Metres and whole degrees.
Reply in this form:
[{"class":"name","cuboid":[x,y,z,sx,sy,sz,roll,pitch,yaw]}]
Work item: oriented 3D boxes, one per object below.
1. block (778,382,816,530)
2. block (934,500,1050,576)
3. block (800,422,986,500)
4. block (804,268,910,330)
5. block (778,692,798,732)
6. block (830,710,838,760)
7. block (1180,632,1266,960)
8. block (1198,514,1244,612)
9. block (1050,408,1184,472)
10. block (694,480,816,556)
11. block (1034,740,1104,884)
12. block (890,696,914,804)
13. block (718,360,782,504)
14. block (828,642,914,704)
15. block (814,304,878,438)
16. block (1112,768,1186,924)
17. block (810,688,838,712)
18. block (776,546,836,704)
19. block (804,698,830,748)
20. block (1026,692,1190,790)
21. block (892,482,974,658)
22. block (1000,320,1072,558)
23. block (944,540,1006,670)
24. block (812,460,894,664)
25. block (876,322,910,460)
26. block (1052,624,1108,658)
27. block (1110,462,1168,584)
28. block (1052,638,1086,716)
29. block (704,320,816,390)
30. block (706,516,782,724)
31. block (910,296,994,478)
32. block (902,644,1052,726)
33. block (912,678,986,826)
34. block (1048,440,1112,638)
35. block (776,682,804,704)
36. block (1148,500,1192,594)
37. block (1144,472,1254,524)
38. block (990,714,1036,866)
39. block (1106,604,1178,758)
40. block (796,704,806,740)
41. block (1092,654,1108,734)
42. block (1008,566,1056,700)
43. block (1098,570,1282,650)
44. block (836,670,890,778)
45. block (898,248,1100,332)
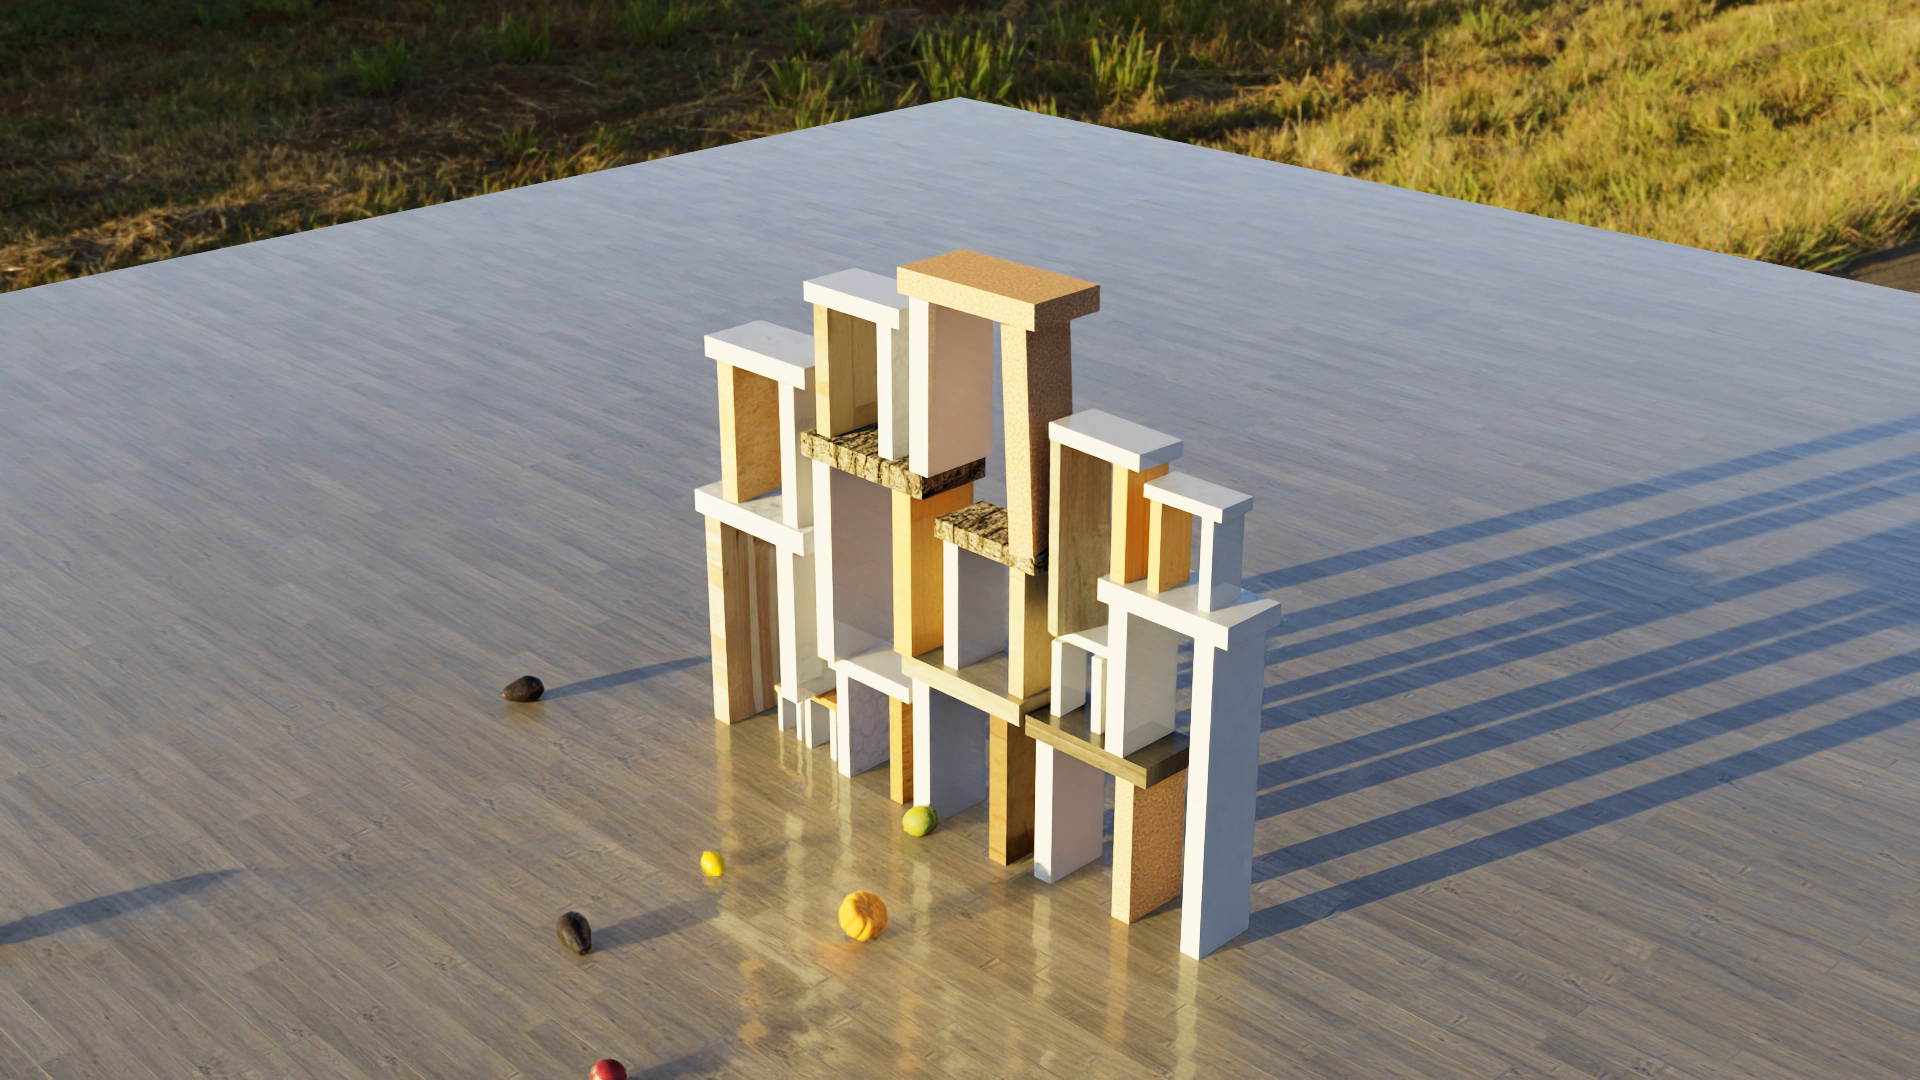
[{"class":"block","cuboid":[-0.290,-0.189,4.454,0.152,0.304,0.043,-21,31,-41]},{"class":"block","cuboid":[0.090,-0.005,4.132,0.130,0.037,0.261,-21,31,-40]},{"class":"block","cuboid":[-0.133,-0.168,4.293,0.342,0.048,0.171,21,31,40]},{"class":"block","cuboid":[-0.159,-0.462,4.193,0.133,0.038,0.266,-21,31,-40]},{"class":"block","cuboid":[-0.373,0.366,4.783,0.013,0.091,0.045,21,31,41]},{"class":"block","cuboid":[-0.247,0.403,4.659,0.060,0.120,0.017,-21,31,-41]},{"class":"block","cuboid":[0.467,0.443,3.909,0.041,0.631,0.146,21,31,41]},{"class":"block","cuboid":[0.446,0.031,3.750,0.024,0.170,0.085,21,31,41]},{"class":"block","cuboid":[0.272,-0.176,3.851,0.110,0.031,0.221,-19,30,-38]},{"class":"block","cuboid":[-0.377,-0.061,4.605,0.173,0.049,0.347,-21,31,-40]},{"class":"block","cuboid":[0.211,0.496,4.212,0.042,0.297,0.148,21,31,41]},{"class":"block","cuboid":[-0.087,0.409,4.491,0.034,0.238,0.119,21,31,41]},{"class":"block","cuboid":[-0.429,-0.243,4.581,0.043,0.304,0.152,19,29,37]},{"class":"block","cuboid":[-0.145,0.262,4.489,0.238,0.034,0.119,21,31,40]},{"class":"block","cuboid":[-0.221,-0.346,4.310,0.038,0.266,0.133,21,31,40]},{"class":"block","cuboid":[0.351,0.550,4.083,0.042,0.297,0.148,21,31,41]},{"class":"block","cuboid":[-0.275,0.329,4.657,0.120,0.017,0.060,21,31,40]},{"class":"block","cuboid":[-0.296,0.153,4.606,0.173,0.346,0.049,-21,31,-40]},{"class":"block","cuboid":[-0.303,0.380,4.711,0.060,0.120,0.017,-21,31,-40]},{"class":"block","cuboid":[0.281,0.367,4.082,0.297,0.042,0.149,21,31,41]},{"class":"block","cuboid":[-0.051,0.043,4.295,0.171,0.342,0.048,-21,31,-41]},{"class":"block","cuboid":[0.144,-0.201,3.988,0.048,0.434,0.171,10,25,28]},{"class":"block","cuboid":[0.028,0.108,4.247,0.130,0.261,0.037,-21,31,-41]},{"class":"block","cuboid":[-0.214,0.022,4.460,0.048,0.431,0.171,21,31,40]},{"class":"block","cuboid":[-0.095,-0.297,4.195,0.038,0.266,0.133,21,31,40]},{"class":"block","cuboid":[0.251,0.178,4.056,0.076,0.022,0.152,-21,31,-40]},{"class":"block","cuboid":[0.315,-0.042,3.858,0.031,0.220,0.110,21,31,41]},{"class":"block","cuboid":[0.204,0.247,4.115,0.022,0.152,0.076,19,30,38]},{"class":"block","cuboid":[-0.360,-0.377,4.453,0.304,0.043,0.152,21,31,40]},{"class":"block","cuboid":[-0.460,0.151,4.786,0.049,0.483,0.173,21,31,41]},{"class":"block","cuboid":[-0.016,-0.304,4.112,0.048,0.342,0.171,22,31,40]},{"class":"block","cuboid":[0.054,0.264,4.271,0.317,0.045,0.158,21,31,41]},{"class":"block","cuboid":[-0.021,0.401,4.410,0.045,0.317,0.158,21,31,41]},{"class":"block","cuboid":[0.217,-0.012,3.991,0.110,0.380,0.031,-13,26,-27]},{"class":"block","cuboid":[-0.352,0.326,4.743,0.091,0.013,0.045,21,31,41]},{"class":"block","cuboid":[0.366,0.000,3.823,0.024,0.170,0.085,21,31,41]},{"class":"block","cuboid":[0.406,-0.074,3.749,0.170,0.024,0.085,21,31,41]},{"class":"block","cuboid":[0.129,0.459,4.273,0.045,0.317,0.158,21,31,41]},{"class":"block","cuboid":[0.330,0.233,3.969,0.041,0.292,0.146,21,31,41]},{"class":"block","cuboid":[-0.330,0.382,4.743,0.013,0.091,0.045,21,31,41]},{"class":"block","cuboid":[0.275,0.274,4.052,0.022,0.152,0.076,19,29,39]},{"class":"block","cuboid":[0.151,0.156,4.133,0.130,0.261,0.037,-21,31,-40]},{"class":"block","cuboid":[0.398,0.107,3.841,0.292,0.041,0.146,21,31,41]},{"class":"block","cuboid":[-0.200,0.365,4.595,0.034,0.239,0.119,21,31,41]},{"class":"block","cuboid":[0.067,-0.453,3.962,0.342,0.048,0.171,21,31,41]}]
